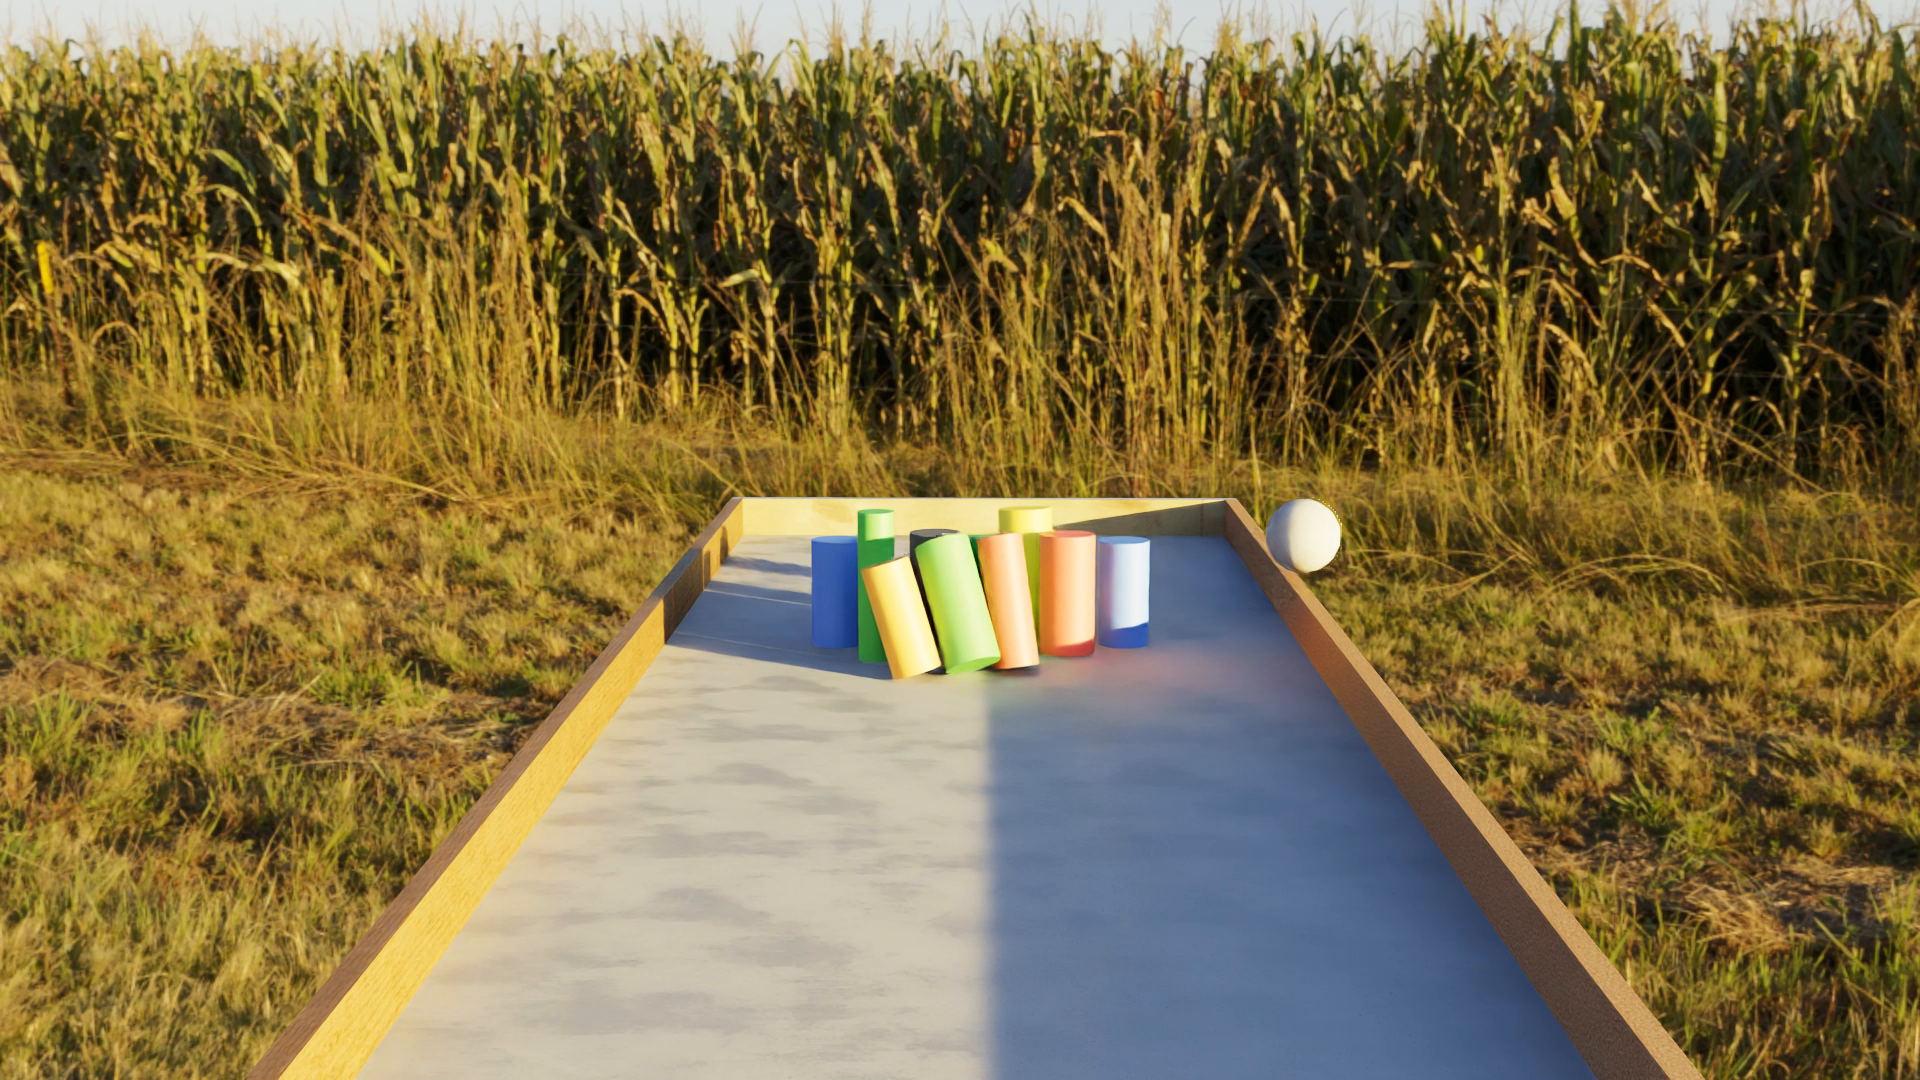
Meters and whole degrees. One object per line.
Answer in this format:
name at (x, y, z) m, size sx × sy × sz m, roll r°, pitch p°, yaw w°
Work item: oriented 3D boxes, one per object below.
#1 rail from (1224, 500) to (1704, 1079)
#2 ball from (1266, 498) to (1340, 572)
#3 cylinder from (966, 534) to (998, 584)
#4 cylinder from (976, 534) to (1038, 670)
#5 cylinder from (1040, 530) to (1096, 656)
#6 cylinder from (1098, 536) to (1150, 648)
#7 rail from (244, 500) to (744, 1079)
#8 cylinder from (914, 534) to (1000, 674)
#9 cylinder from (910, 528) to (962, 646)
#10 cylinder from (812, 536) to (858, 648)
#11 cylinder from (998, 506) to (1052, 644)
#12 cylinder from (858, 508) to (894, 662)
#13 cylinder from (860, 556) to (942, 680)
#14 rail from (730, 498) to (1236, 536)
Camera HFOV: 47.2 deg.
rail at (1.046, 0.843, 3.208) m, size 0.050 × 0.150 × 12.000 m, roll 0°, pitch 9°, yaw 1°
ball at (1.093, -0.013, 7.003) m, size 0.236 × 0.236 × 0.236 m, roll 0°, pitch 9°, yaw 0°
cylinder at (0.065, 0.174, 6.706) m, size 0.163 × 0.369 × 0.163 m, roll 0°, pitch 6°, yaw 0°
cylinder at (0.142, 0.183, 6.539) m, size 0.137 × 0.391 × 0.137 m, roll -8°, pitch -2°, yaw 0°
cylinder at (0.331, 0.163, 6.797) m, size 0.172 × 0.366 × 0.172 m, roll 0°, pitch 8°, yaw 0°
cylinder at (0.515, 0.164, 6.922) m, size 0.158 × 0.330 × 0.158 m, roll 0°, pitch 9°, yaw 0°
rail at (-1.004, 0.839, 3.234) m, size 0.050 × 0.150 × 12.000 m, roll 0°, pitch 9°, yaw 1°
cylinder at (-0.007, 0.189, 6.493) m, size 0.165 × 0.380 × 0.165 m, roll -14°, pitch -14°, yaw -4°
cylinder at (-0.077, 0.149, 6.951) m, size 0.163 × 0.350 × 0.163 m, roll 0°, pitch 9°, yaw 0°
cylinder at (-0.384, 0.162, 6.932) m, size 0.167 × 0.331 × 0.167 m, roll 0°, pitch 9°, yaw 0°
cylinder at (0.213, 0.110, 6.930) m, size 0.167 × 0.421 × 0.167 m, roll -2°, pitch 5°, yaw 0°
cylinder at (-0.255, 0.138, 6.683) m, size 0.111 × 0.455 × 0.111 m, roll 0°, pitch 9°, yaw 0°
cylinder at (-0.173, 0.226, 6.426) m, size 0.147 × 0.333 × 0.147 m, roll -17°, pitch 3°, yaw 1°
rail at (0.099, -0.098, 9.147) m, size 2.100 × 0.150 × 0.050 m, roll 0°, pitch 9°, yaw 1°
